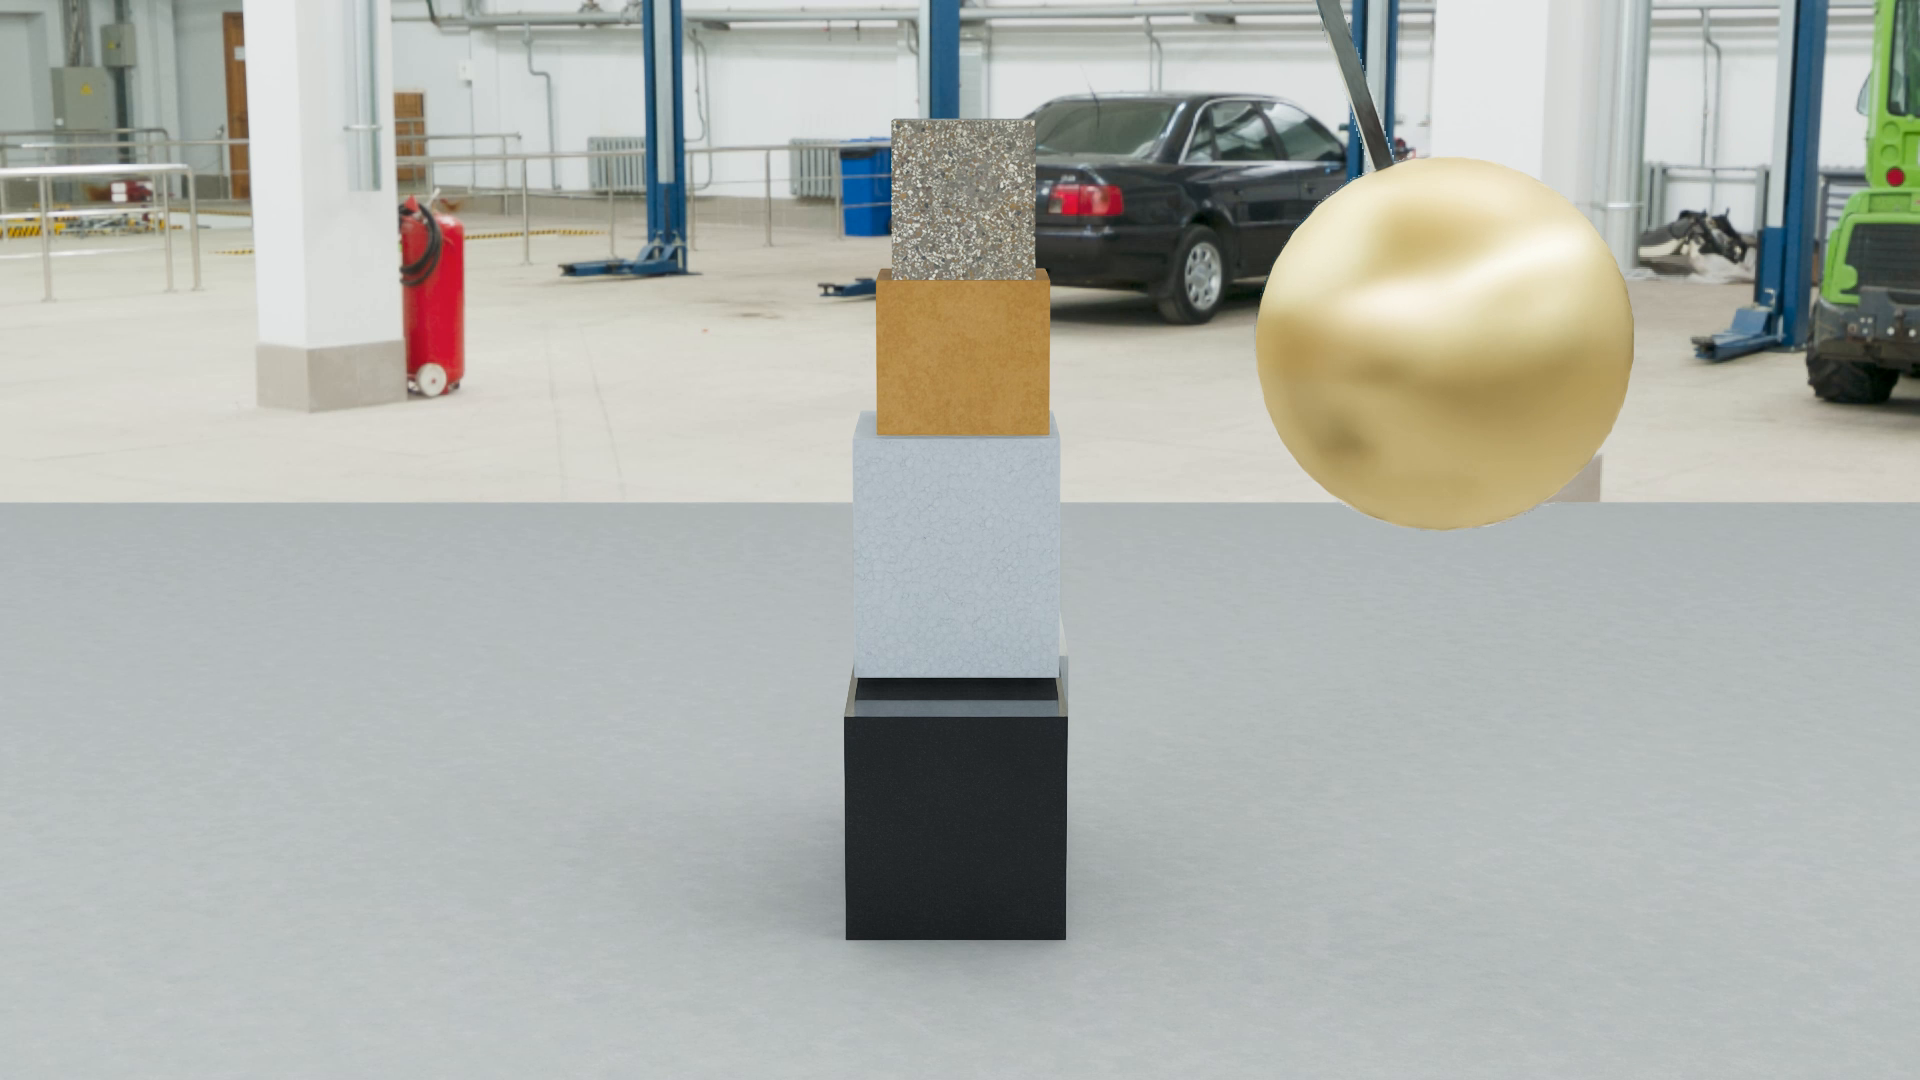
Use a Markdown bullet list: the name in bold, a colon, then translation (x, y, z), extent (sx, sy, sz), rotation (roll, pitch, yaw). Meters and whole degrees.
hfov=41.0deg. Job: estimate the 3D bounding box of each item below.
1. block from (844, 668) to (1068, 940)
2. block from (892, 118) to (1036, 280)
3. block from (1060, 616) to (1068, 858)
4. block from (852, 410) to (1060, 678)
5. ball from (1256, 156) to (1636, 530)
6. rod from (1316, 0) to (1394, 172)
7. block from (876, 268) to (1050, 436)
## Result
- **block**: translation (-0.017, 1.100, 10.875), extent (0.905, 0.945, 0.873), rotation (0, 10, 0)
- **block**: translation (0.015, -1.458, 10.915), extent (0.597, 0.653, 0.603), rotation (0, 10, 0)
- **block**: translation (0.004, 0.908, 11.794), extent (0.942, 0.995, 0.984), rotation (0, 10, 0)
- **block**: translation (-0.014, -0.002, 11.180), extent (0.863, 1.014, 0.920), rotation (0, 10, 0)
- **ball**: translation (2.074, -0.841, 11.027), extent (1.600, 1.600, 1.600), rotation (0, 10, 0)
- **rod**: translation (0.899, -3.980, 10.457), extent (0.080, 5.200, 0.080), rotation (-20, 10, 4)
- **block**: translation (0.013, -0.819, 11.031), extent (0.724, 0.646, 0.678), rotation (0, 10, 0)
